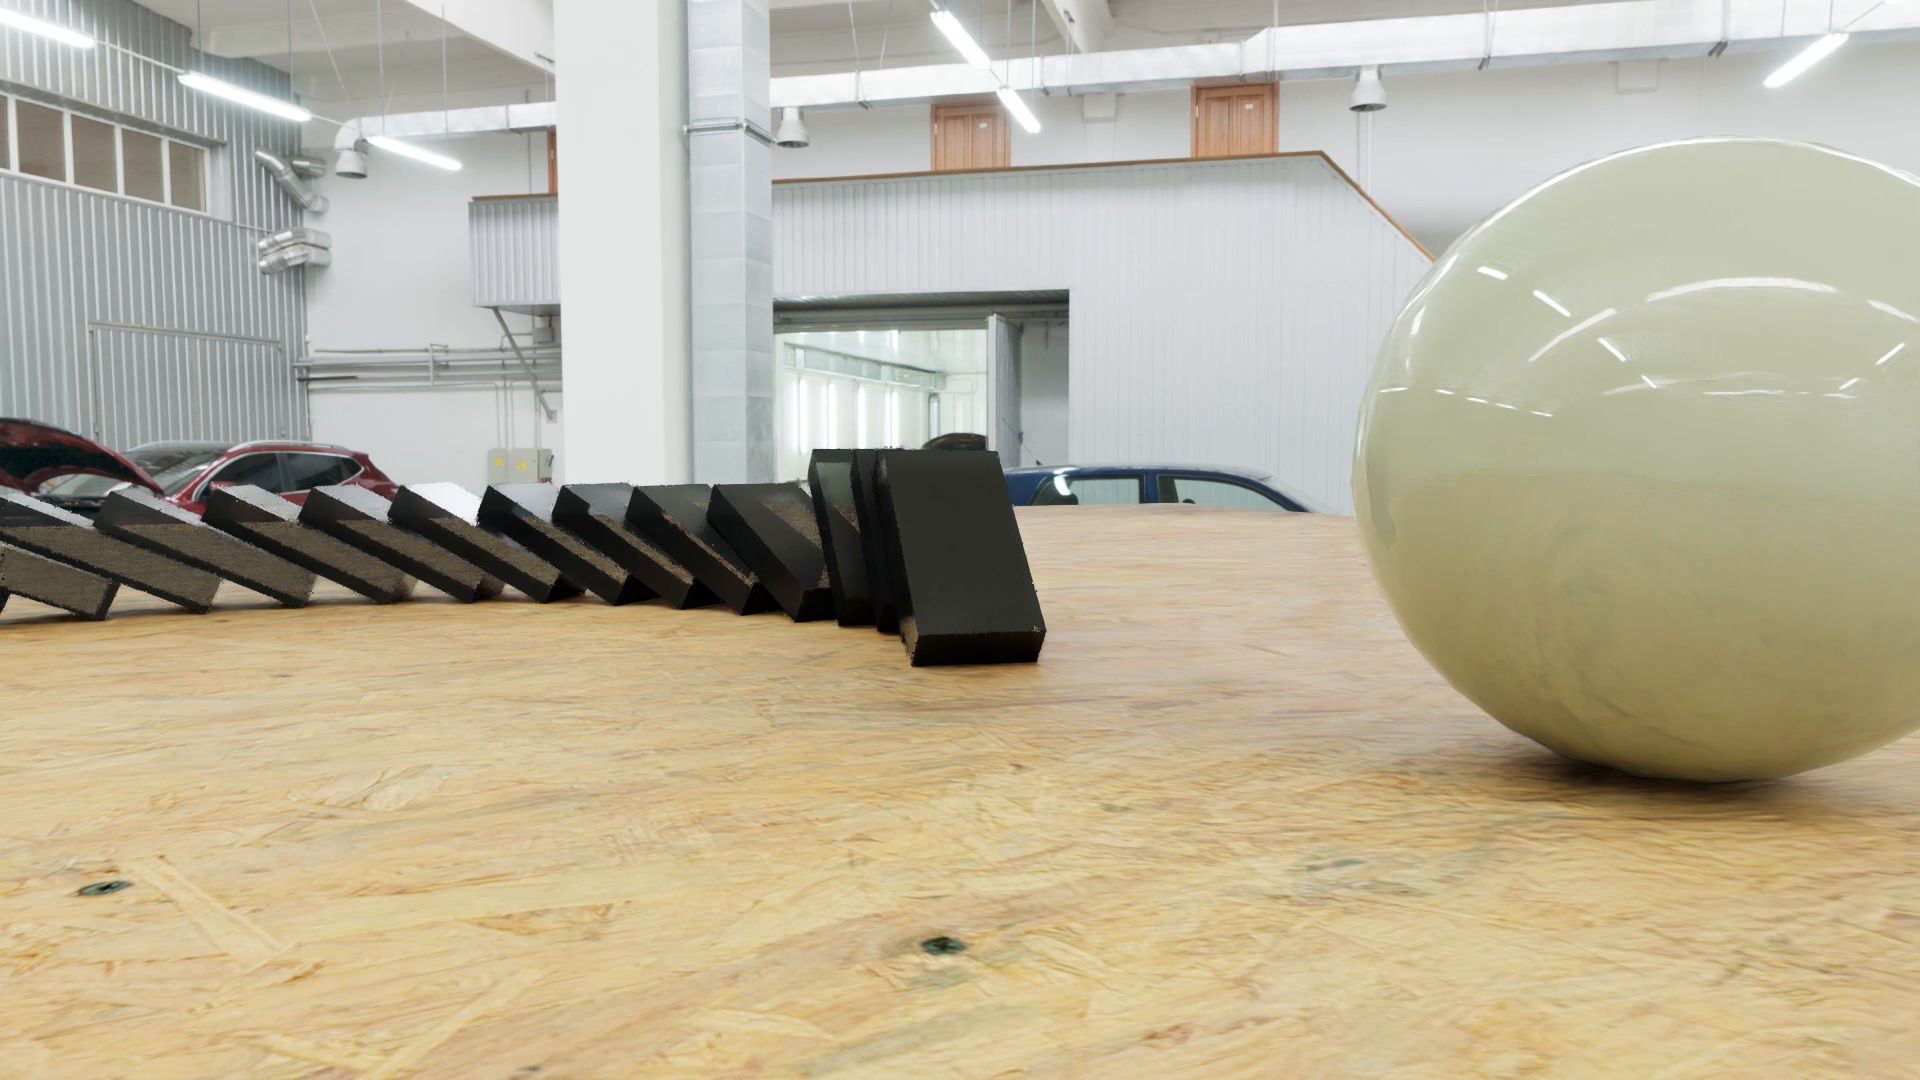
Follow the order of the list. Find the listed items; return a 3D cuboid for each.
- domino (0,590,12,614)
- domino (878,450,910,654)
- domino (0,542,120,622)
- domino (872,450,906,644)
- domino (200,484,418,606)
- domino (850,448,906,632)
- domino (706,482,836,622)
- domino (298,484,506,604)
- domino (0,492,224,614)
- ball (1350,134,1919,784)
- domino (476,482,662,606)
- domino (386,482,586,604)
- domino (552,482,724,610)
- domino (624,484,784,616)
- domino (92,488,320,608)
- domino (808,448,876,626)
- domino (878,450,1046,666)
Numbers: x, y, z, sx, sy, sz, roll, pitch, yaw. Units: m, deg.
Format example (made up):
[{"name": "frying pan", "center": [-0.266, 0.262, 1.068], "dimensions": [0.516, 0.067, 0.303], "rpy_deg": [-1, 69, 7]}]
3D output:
[{"name": "domino", "center": [-0.240, 0.006, 0.278], "dimensions": [0.025, 0.009, 0.050], "rpy_deg": [3, -20, 32]}, {"name": "domino", "center": [-0.002, 0.001, 0.276], "dimensions": [0.025, 0.010, 0.050], "rpy_deg": [-1, 47, -13]}, {"name": "domino", "center": [-0.230, 0.005, 0.303], "dimensions": [0.050, 0.009, 0.025], "rpy_deg": [28, -15, -38]}, {"name": "domino", "center": [-0.004, 0.000, 0.289], "dimensions": [0.025, 0.009, 0.050], "rpy_deg": [-1, 47, -14]}, {"name": "domino", "center": [-0.173, 0.001, 0.346], "dimensions": [0.050, 0.010, 0.025], "rpy_deg": [27, 0, -10]}, {"name": "domino", "center": [-0.010, -0.001, 0.303], "dimensions": [0.025, 0.009, 0.050], "rpy_deg": [0, 47, -15]}, {"name": "domino", "center": [-0.042, 0.002, 0.327], "dimensions": [0.025, 0.009, 0.050], "rpy_deg": [-3, 34, -39]}, {"name": "domino", "center": [-0.151, 0.001, 0.352], "dimensions": [0.050, 0.010, 0.025], "rpy_deg": [27, 4, -2]}, {"name": "domino", "center": [-0.213, 0.003, 0.322], "dimensions": [0.050, 0.009, 0.025], "rpy_deg": [27, -9, -27]}, {"name": "ball", "center": [0.091, -0.010, 0.163], "dimensions": [0.080, 0.080, 0.080], "rpy_deg": [0, 4, 0]}, {"name": "domino", "center": [-0.105, 0.000, 0.354], "dimensions": [0.050, 0.009, 0.025], "rpy_deg": [30, 14, 16]}, {"name": "domino", "center": [-0.128, 0.000, 0.354], "dimensions": [0.050, 0.010, 0.025], "rpy_deg": [28, 8, 5]}, {"name": "domino", "center": [-0.083, 0.001, 0.348], "dimensions": [0.050, 0.009, 0.025], "rpy_deg": [32, 18, 22]}, {"name": "domino", "center": [-0.063, 0.001, 0.339], "dimensions": [0.050, 0.009, 0.025], "rpy_deg": [35, 23, 30]}, {"name": "domino", "center": [-0.194, 0.002, 0.334], "dimensions": [0.050, 0.009, 0.025], "rpy_deg": [27, -6, -22]}, {"name": "domino", "center": [-0.021, -0.002, 0.315], "dimensions": [0.025, 0.010, 0.050], "rpy_deg": [-1, 47, -18]}, {"name": "domino", "center": [-0.001, 0.002, 0.262], "dimensions": [0.025, 0.010, 0.050], "rpy_deg": [-1, 47, -13]}]
